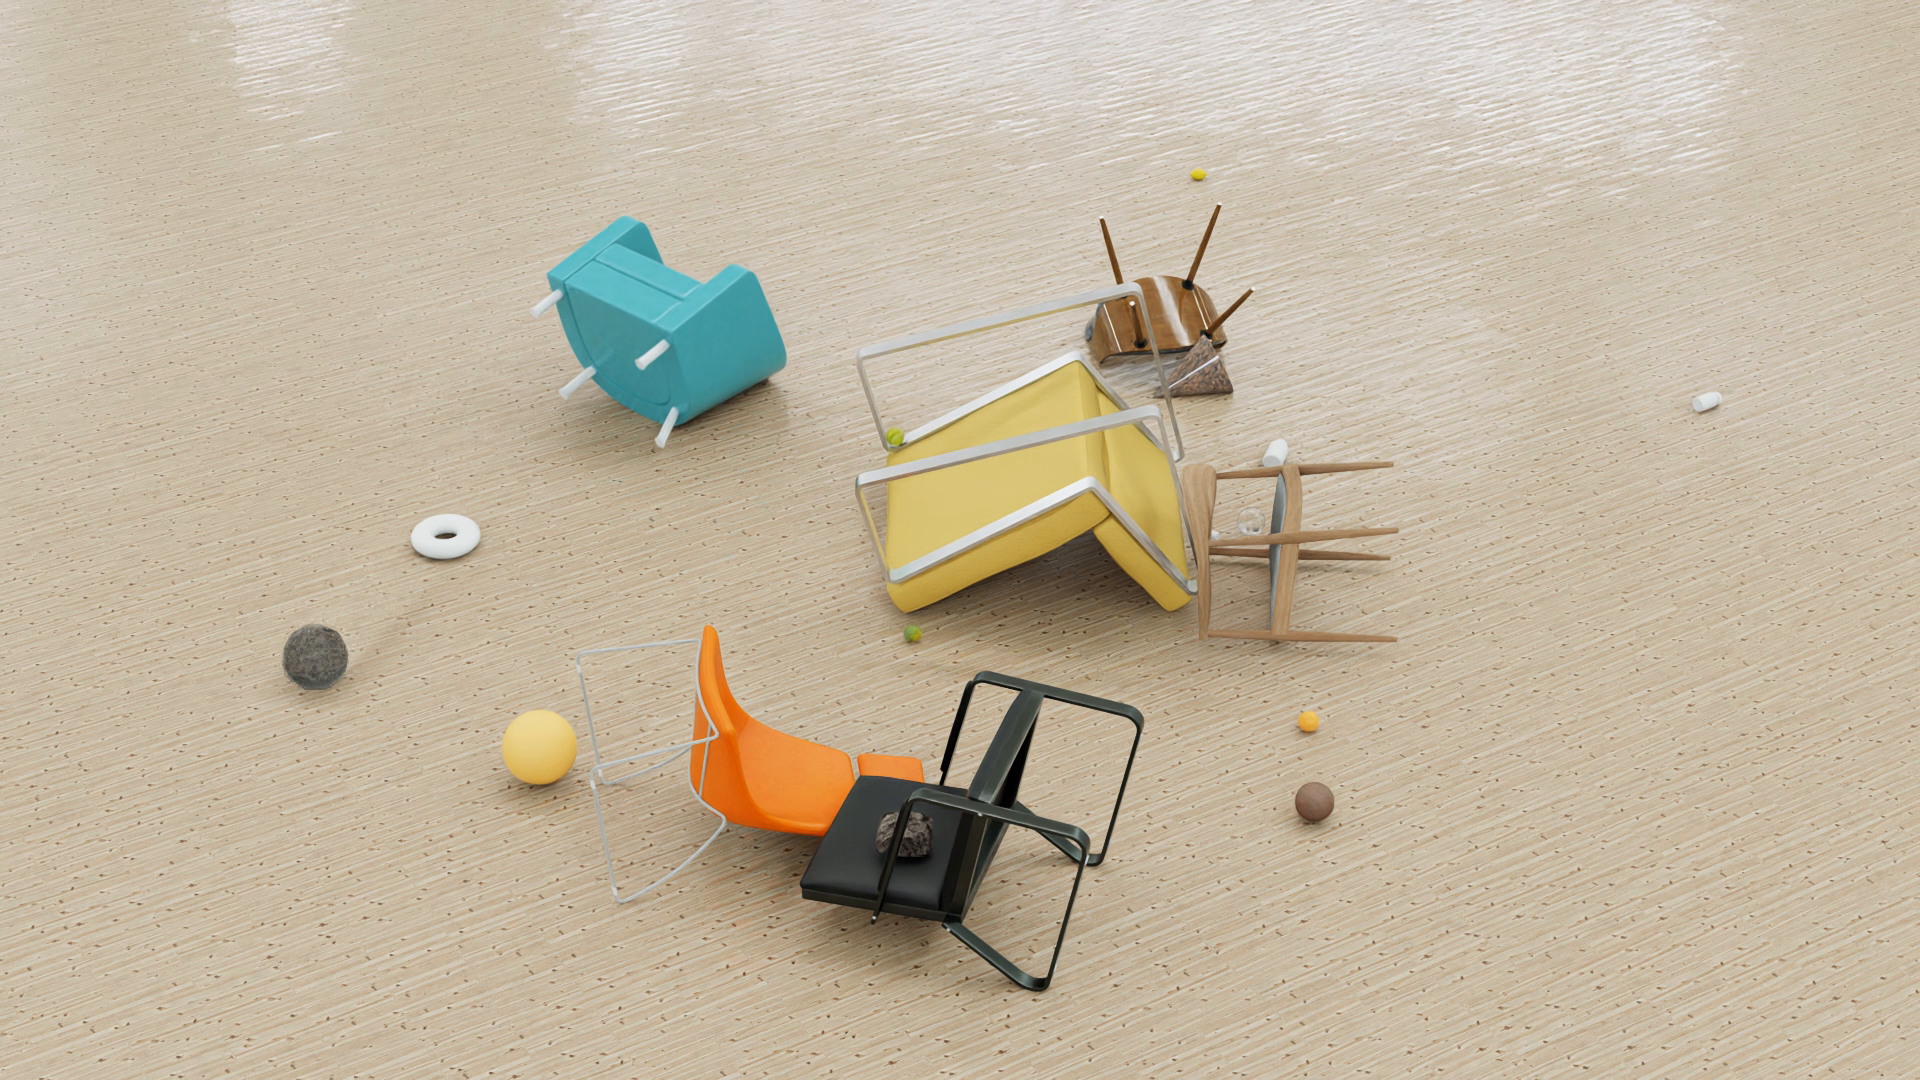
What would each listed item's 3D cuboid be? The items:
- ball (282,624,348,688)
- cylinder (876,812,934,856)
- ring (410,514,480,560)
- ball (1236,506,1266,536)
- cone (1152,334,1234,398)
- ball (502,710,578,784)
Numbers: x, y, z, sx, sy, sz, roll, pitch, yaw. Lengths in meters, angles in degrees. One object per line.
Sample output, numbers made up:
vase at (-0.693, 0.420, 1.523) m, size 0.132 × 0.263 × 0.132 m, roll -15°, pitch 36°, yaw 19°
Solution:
ball at (-2.227, 0.402, 10.131) m, size 0.223 × 0.223 × 0.223 m, roll 0°, pitch 33°, yaw 0°
cylinder at (-0.171, 0.911, 9.075) m, size 0.170 × 0.076 × 0.130 m, roll 1°, pitch 33°, yaw 4°
ring at (-1.912, -0.014, 10.906) m, size 0.258 × 0.067 × 0.256 m, roll 10°, pitch 35°, yaw 14°
ball at (1.088, -0.070, 10.952) m, size 0.109 × 0.109 × 0.109 m, roll 0°, pitch 33°, yaw 0°
cone at (0.907, -0.642, 11.818) m, size 0.311 × 0.264 × 0.130 m, roll -28°, pitch 6°, yaw -4°
ball at (-1.388, 0.684, 9.681) m, size 0.248 × 0.248 × 0.248 m, roll 0°, pitch 33°, yaw 0°
